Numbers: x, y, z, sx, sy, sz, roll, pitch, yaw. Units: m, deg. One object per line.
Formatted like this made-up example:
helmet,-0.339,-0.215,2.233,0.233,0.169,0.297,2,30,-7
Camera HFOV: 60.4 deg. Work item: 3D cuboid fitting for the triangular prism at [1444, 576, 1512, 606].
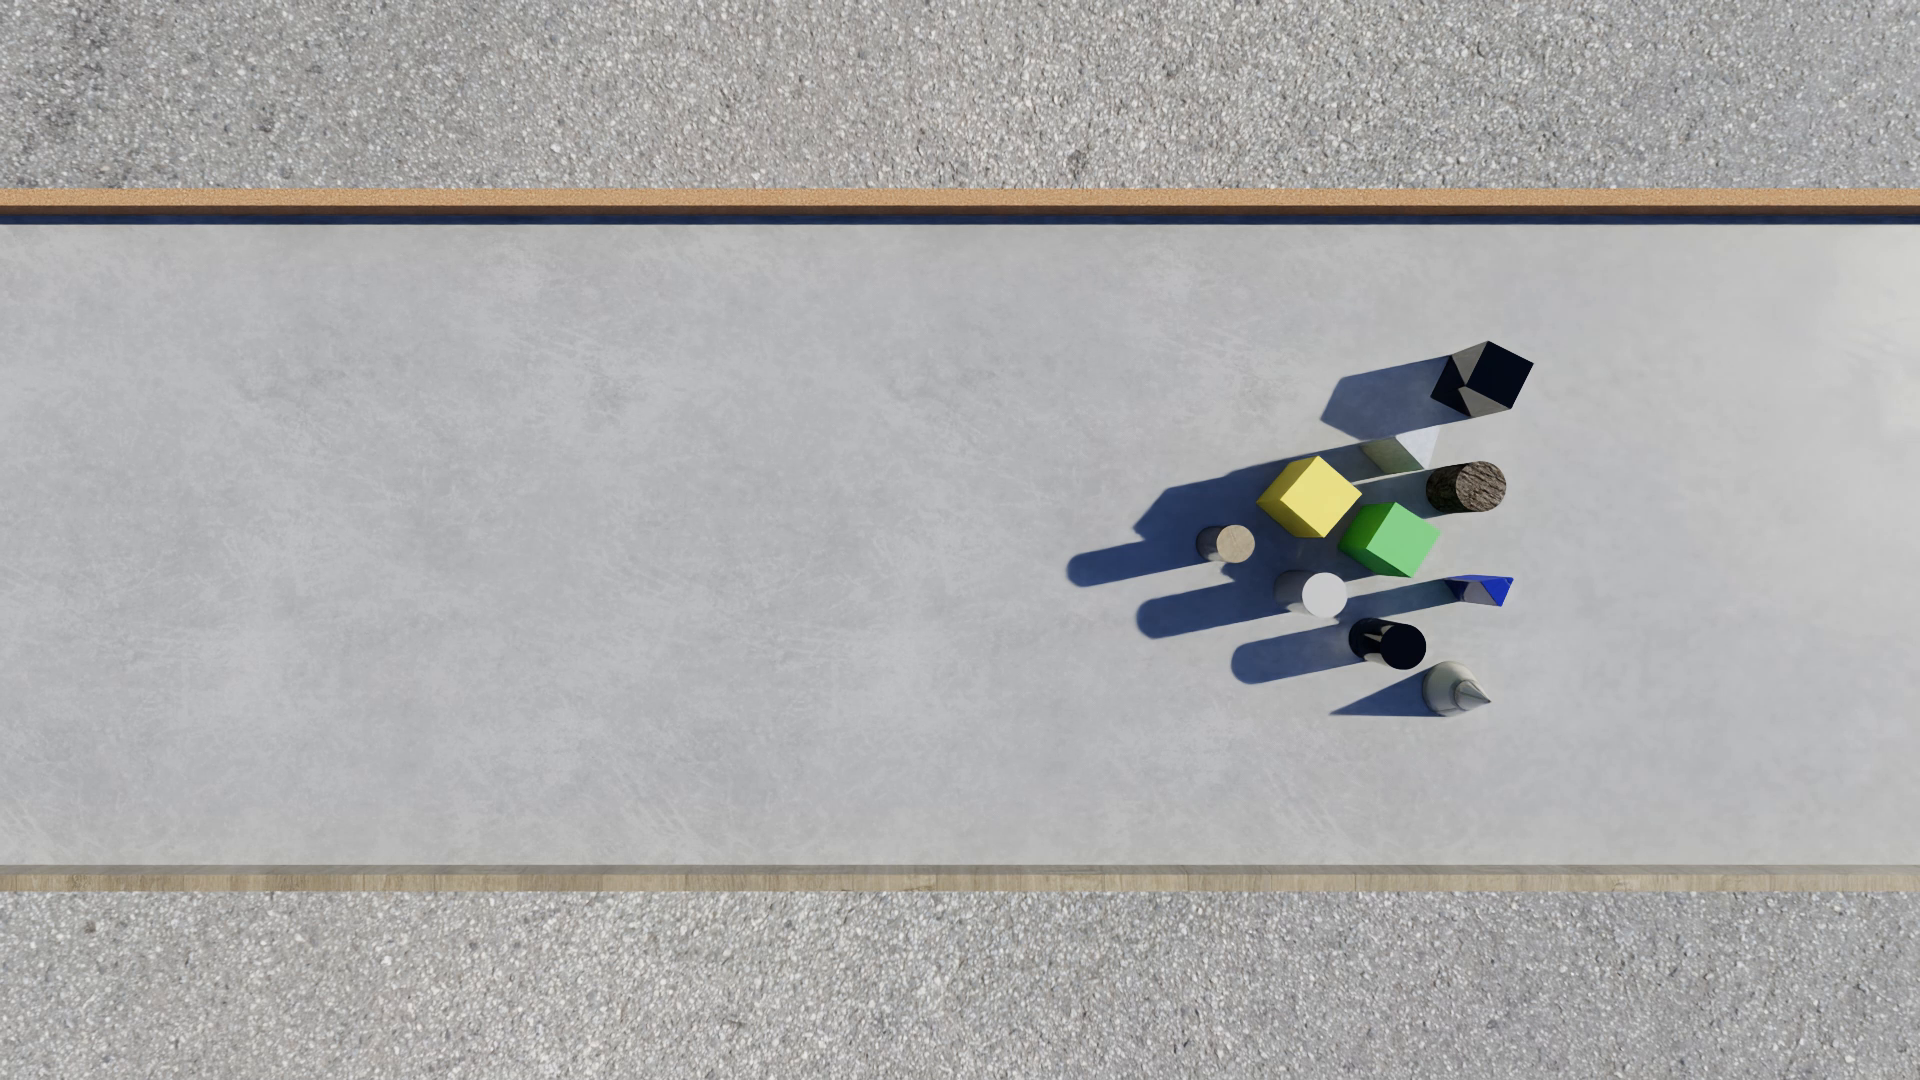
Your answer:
triangular prism,1.544,0.131,4.885,0.077,0.382,0.089,-37,90,0

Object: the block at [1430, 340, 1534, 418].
block,1.545,-0.473,4.898,0.147,0.357,0.147,27,90,0

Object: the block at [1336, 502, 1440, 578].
block,1.265,0.000,4.889,0.156,0.375,0.156,33,90,0

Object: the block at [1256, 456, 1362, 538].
block,1.024,-0.123,4.877,0.164,0.399,0.164,41,90,0

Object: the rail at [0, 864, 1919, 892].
rail,-2.247,1.025,5.001,12.000,0.150,0.050,0,90,0

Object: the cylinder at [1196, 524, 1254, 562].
cylinder,0.779,0.011,4.868,0.107,0.417,0.107,0,90,0

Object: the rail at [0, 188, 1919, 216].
rail,-2.247,-1.025,5.002,12.000,0.150,0.050,0,90,0

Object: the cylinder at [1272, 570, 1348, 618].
cylinder,1.025,0.155,4.856,0.128,0.442,0.128,0,90,0

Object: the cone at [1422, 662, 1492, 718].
cone,1.507,0.459,4.875,0.173,0.402,0.173,0,90,0

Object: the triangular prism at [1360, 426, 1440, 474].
triangular prism,1.312,-0.283,4.863,0.110,0.427,0.127,-44,90,0

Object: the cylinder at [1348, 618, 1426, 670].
cylinder,1.262,0.304,4.886,0.133,0.380,0.133,0,90,0

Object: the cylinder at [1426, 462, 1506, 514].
cylinder,1.507,-0.155,4.923,0.147,0.306,0.147,0,90,0
